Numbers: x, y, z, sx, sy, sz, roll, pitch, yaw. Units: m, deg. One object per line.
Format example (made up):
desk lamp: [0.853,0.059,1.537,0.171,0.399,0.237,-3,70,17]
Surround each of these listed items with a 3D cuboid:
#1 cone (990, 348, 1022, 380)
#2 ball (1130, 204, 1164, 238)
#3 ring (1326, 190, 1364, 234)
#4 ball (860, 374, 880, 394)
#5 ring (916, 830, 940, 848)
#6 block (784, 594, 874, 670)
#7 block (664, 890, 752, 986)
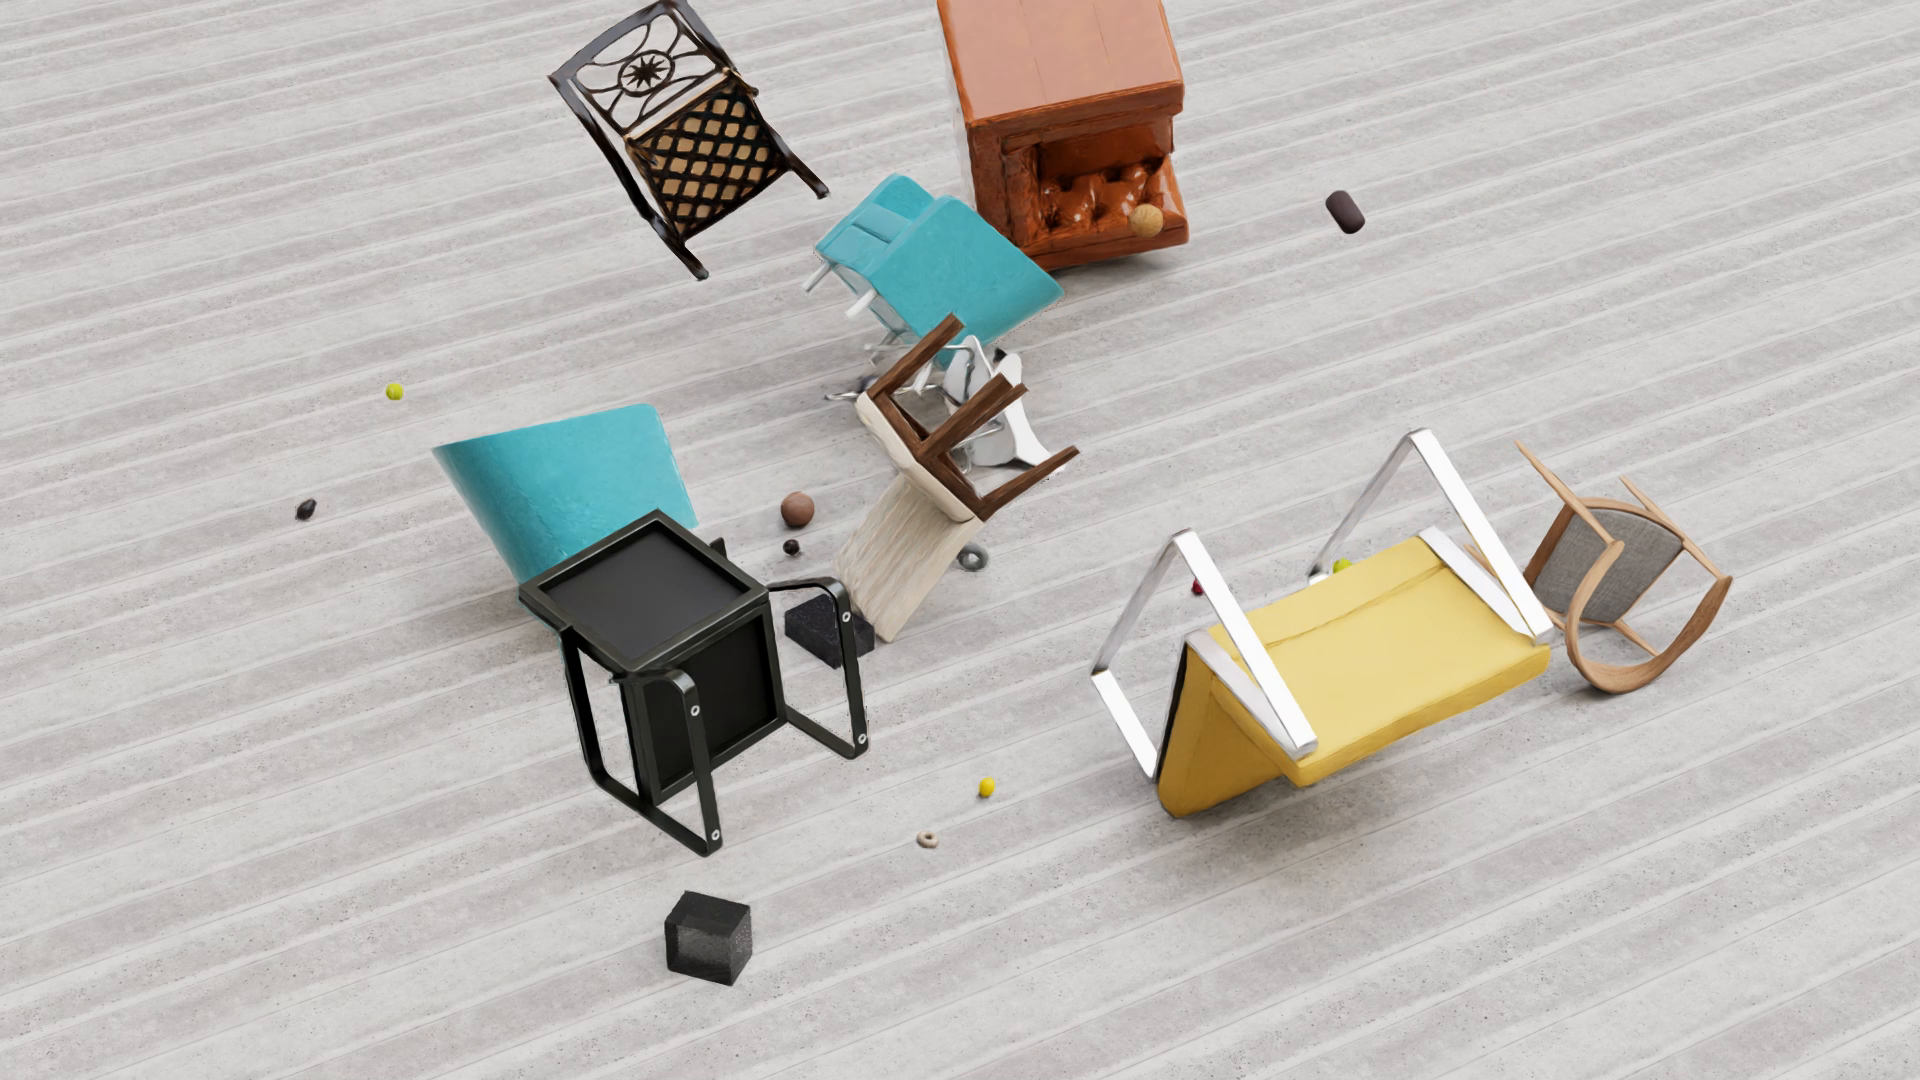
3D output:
cone: [0.161,-0.690,11.933,0.155,0.154,0.115,44,86,5]
ball: [0.747,-1.278,11.737,0.136,0.136,0.136,0,33,0]
ring: [1.455,-1.240,11.079,0.095,0.123,0.210,-33,48,8]
ball: [-0.363,-0.626,11.820,0.082,0.082,0.082,0,33,0]
ring: [-0.103,0.963,9.457,0.081,0.028,0.061,27,43,36]
block: [-0.461,0.321,10.366,0.181,0.100,0.278,-26,41,-34]
block: [-0.765,1.212,8.928,0.215,0.195,0.157,11,35,17]
